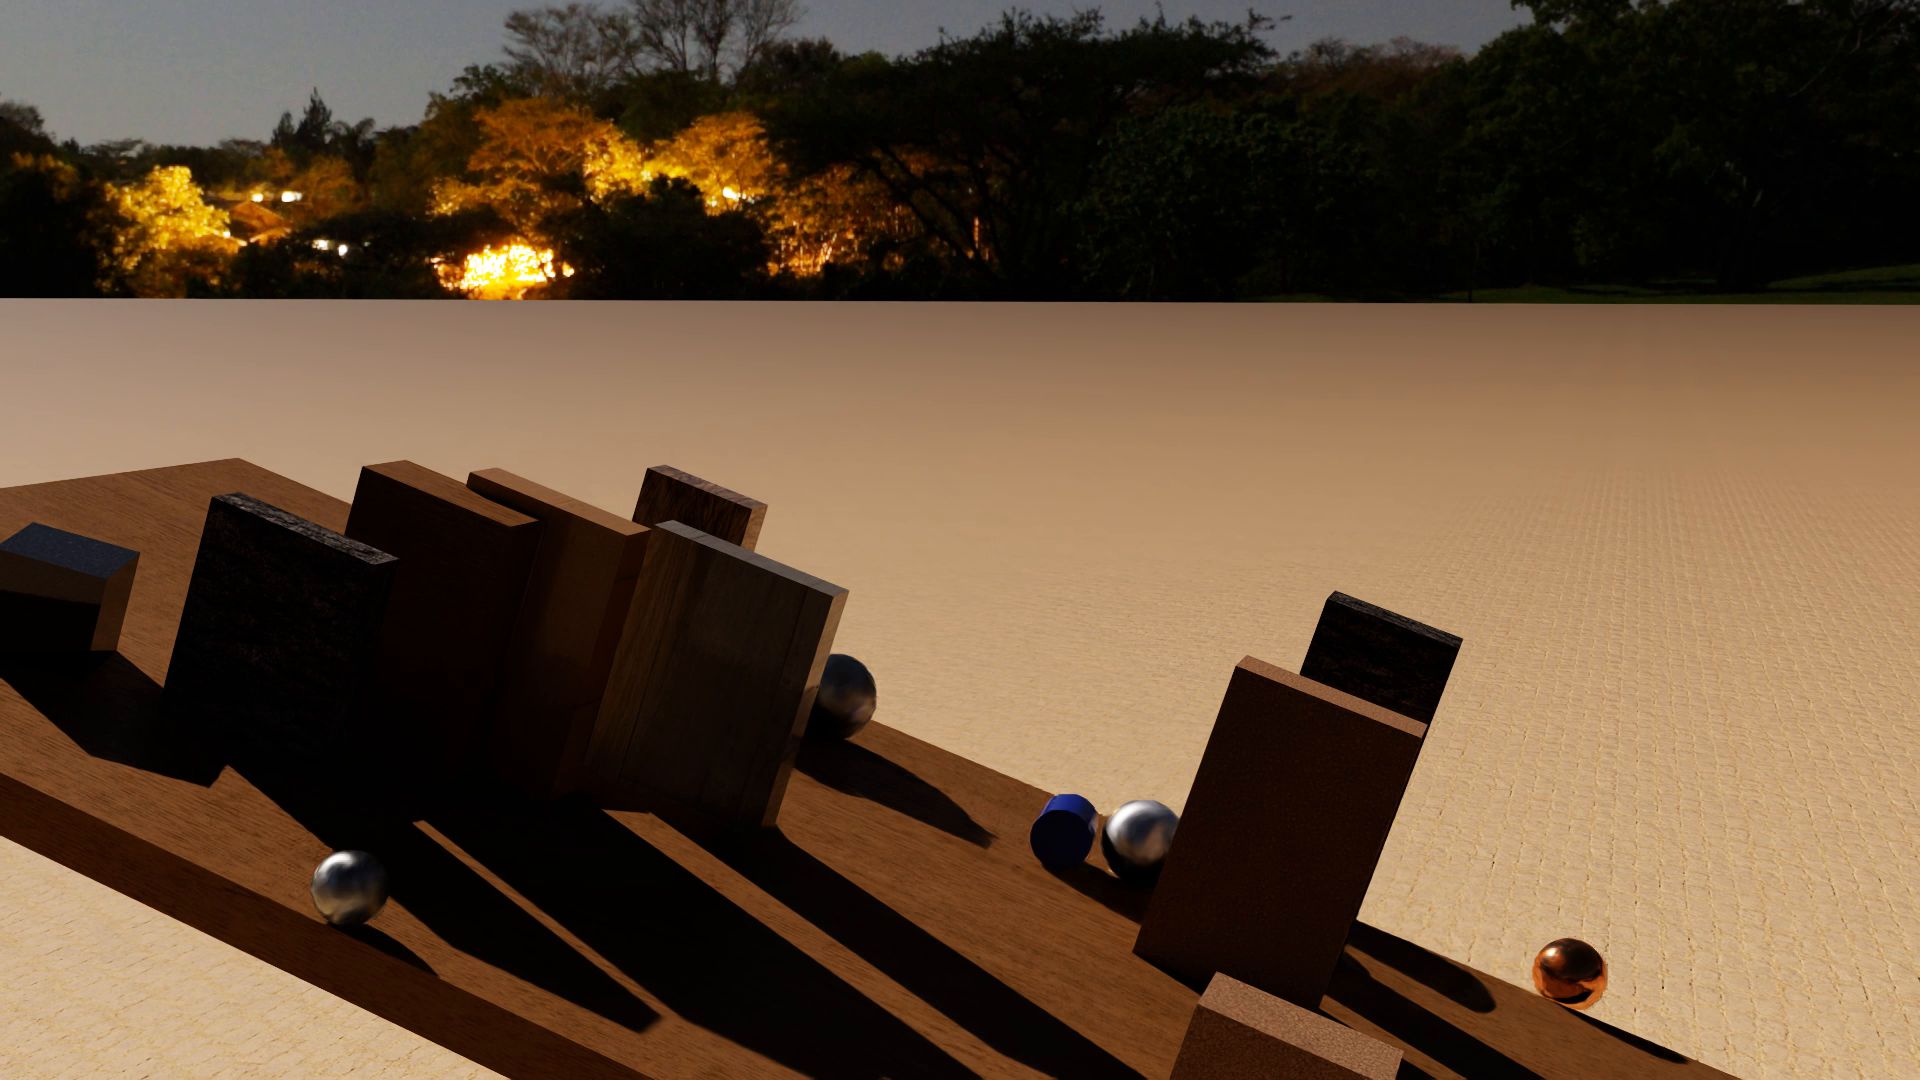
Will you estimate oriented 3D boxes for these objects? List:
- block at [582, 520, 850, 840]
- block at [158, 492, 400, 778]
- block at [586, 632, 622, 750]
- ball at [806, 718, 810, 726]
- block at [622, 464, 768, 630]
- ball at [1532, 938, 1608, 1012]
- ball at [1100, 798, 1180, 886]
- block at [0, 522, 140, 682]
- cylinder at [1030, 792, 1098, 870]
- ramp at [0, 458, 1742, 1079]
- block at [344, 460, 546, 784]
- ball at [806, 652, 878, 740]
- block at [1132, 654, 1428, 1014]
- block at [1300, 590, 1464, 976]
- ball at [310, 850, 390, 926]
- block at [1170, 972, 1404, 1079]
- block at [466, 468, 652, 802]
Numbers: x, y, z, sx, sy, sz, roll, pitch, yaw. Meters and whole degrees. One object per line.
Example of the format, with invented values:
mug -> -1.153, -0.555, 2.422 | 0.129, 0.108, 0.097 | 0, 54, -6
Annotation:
block -> -0.477, 0.270, 4.270 | 0.387, 0.509, 0.087 | 21, 12, 14
block -> -1.209, 0.167, 3.897 | 0.338, 0.406, 0.083 | 21, 12, 14
block -> -0.713, 0.309, 4.485 | 0.204, 0.204, 0.204 | 11, 14, -31
ball -> -0.392, 0.383, 4.819 | 0.124, 0.124, 0.124 | 0, 7, 0
block -> -0.650, 0.066, 5.170 | 0.276, 0.411, 0.099 | 21, 12, 14
ball -> 1.346, 0.960, 4.855 | 0.160, 0.160, 0.160 | 0, 7, 0
ball -> 0.391, 0.642, 4.673 | 0.182, 0.182, 0.182 | 0, 7, 0
block -> -1.645, 0.111, 4.008 | 0.199, 0.199, 0.199 | 17, 12, -8
cylinder -> 0.223, 0.617, 4.662 | 0.129, 0.129, 0.129 | 1, 11, 10
ramp -> -0.348, 0.651, 4.220 | 4.000, 0.100, 2.000 | 21, 12, 14
block -> -0.995, 0.148, 4.063 | 0.313, 0.505, 0.148 | 21, 12, 14
ball -> -0.284, 0.352, 4.943 | 0.197, 0.197, 0.197 | 0, 7, 0
block -> 0.614, 0.579, 4.248 | 0.369, 0.611, 0.127 | 21, 12, 14
block -> 0.771, 0.501, 4.534 | 0.277, 0.735, 0.123 | 21, 12, 14
ball -> -0.933, 0.532, 3.365 | 0.116, 0.116, 0.116 | 0, 7, 0
block -> 0.403, 0.870, 3.064 | 0.278, 0.430, 0.146 | 21, 12, 14
block -> -0.820, 0.176, 4.125 | 0.335, 0.534, 0.104 | 21, 12, 14
